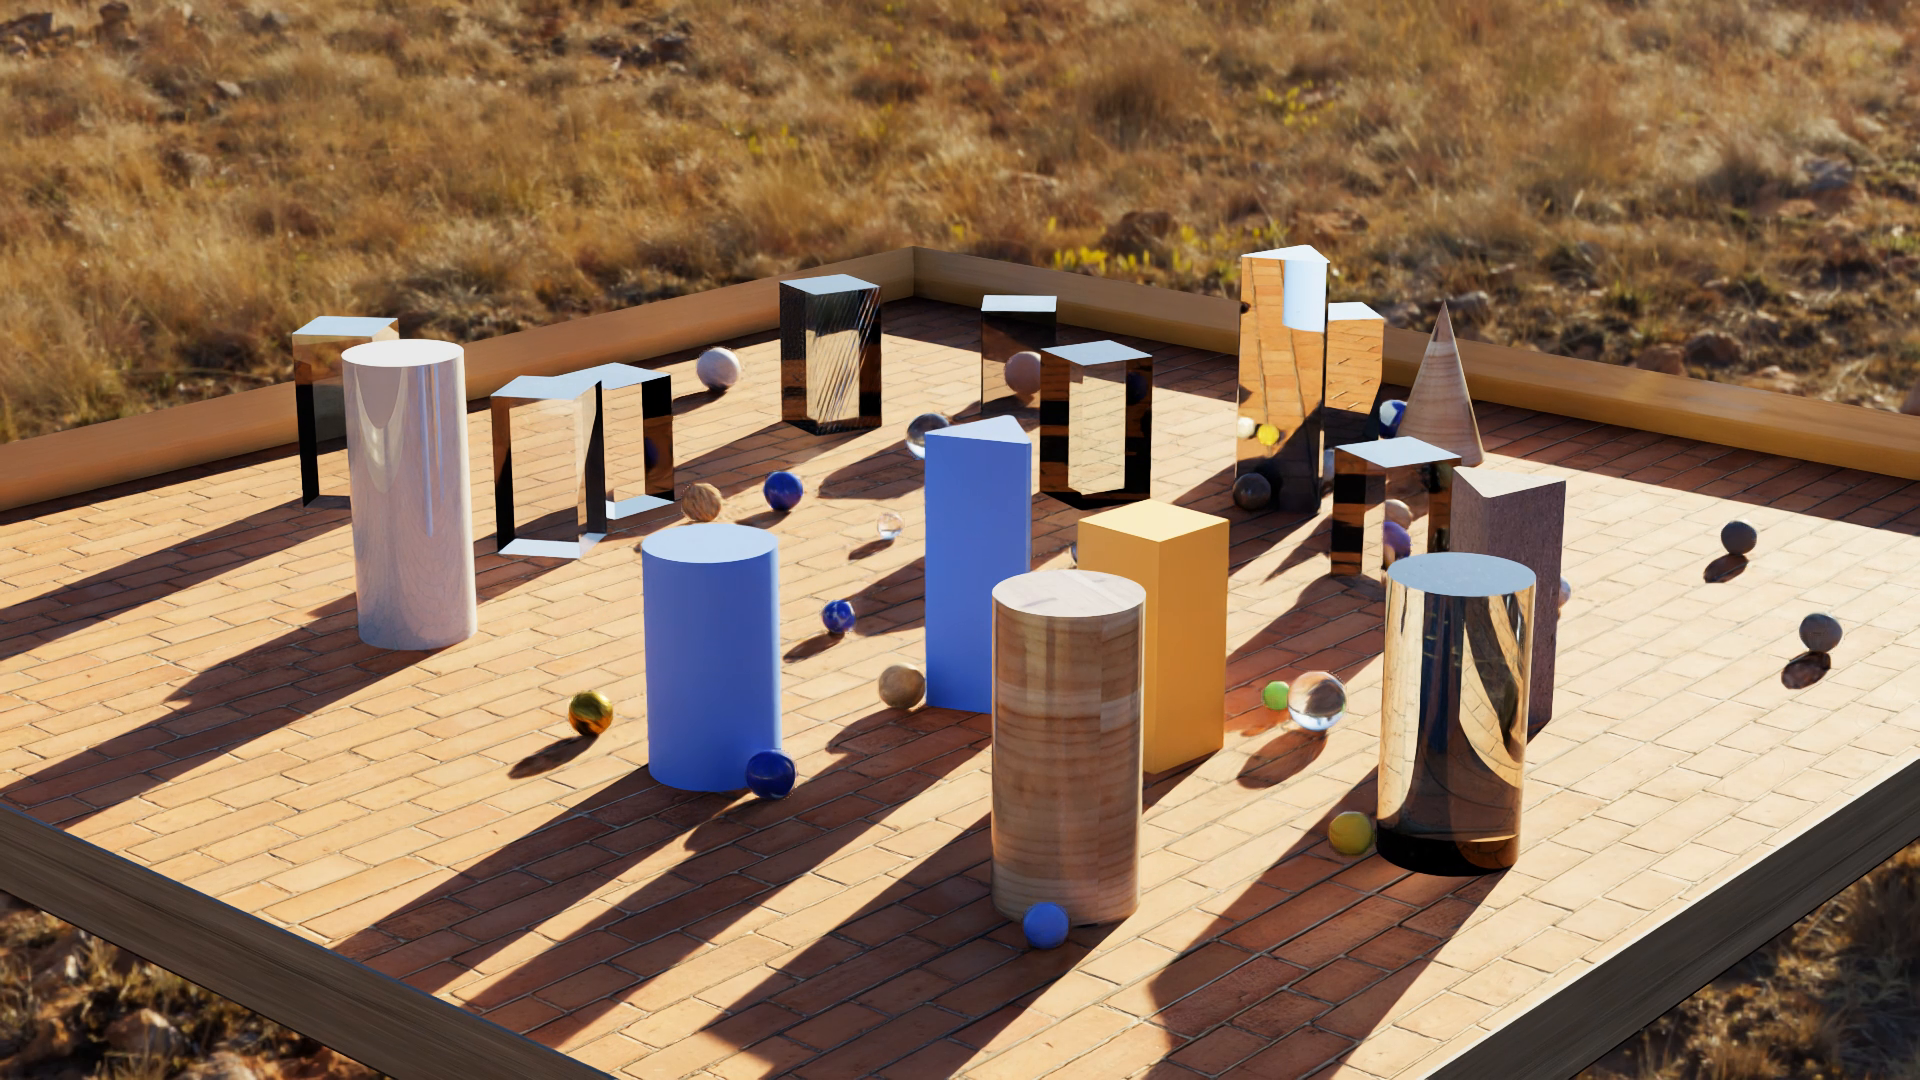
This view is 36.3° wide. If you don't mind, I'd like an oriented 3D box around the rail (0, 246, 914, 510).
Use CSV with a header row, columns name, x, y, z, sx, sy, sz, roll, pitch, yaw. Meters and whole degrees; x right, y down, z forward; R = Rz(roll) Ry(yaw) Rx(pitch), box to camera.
name,x,y,z,sx,sy,sz,roll,pitch,yaw
rail,-1.291,-0.291,6.193,0.045,0.128,3.624,14,22,39

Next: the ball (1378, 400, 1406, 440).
name,x,y,z,sx,sy,sz,roll,pitch,yaw
ball,0.909,-0.246,6.111,0.091,0.091,0.091,0,17,0

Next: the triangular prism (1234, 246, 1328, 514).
name,x,y,z,sx,sy,sz,roll,pitch,yaw
triangular prism,0.639,-0.313,5.644,0.171,0.489,0.148,7,18,22

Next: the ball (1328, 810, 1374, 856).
name,x,y,z,sx,sy,sz,roll,pitch,yaw
ball,0.536,0.402,4.011,0.062,0.062,0.062,0,17,0

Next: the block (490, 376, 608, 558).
name,x,y,z,sx,sy,sz,roll,pitch,yaw
block,-0.754,-0.136,5.387,0.158,0.297,0.158,3,17,11

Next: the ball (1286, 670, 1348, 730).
name,x,y,z,sx,sy,sz,roll,pitch,yaw
ball,0.545,0.246,4.478,0.092,0.092,0.092,0,17,0

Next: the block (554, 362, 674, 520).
name,x,y,z,sx,sy,sz,roll,pitch,yaw
block,-0.665,-0.193,5.650,0.158,0.254,0.158,14,22,38

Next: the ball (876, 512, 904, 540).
name,x,y,z,sx,sy,sz,roll,pitch,yaw
ball,-0.130,-0.026,5.451,0.050,0.050,0.050,0,17,0

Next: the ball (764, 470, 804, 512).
name,x,y,z,sx,sy,sz,roll,pitch,yaw
ball,-0.339,-0.094,5.631,0.077,0.077,0.077,0,17,0

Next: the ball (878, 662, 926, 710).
name,x,y,z,sx,sy,sz,roll,pitch,yaw
ball,-0.090,0.228,4.568,0.074,0.074,0.074,0,17,0

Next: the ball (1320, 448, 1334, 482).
name,x,y,z,sx,sy,sz,roll,pitch,yaw
ball,0.738,-0.147,5.825,0.067,0.067,0.067,0,17,0

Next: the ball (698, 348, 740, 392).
name,x,y,z,sx,sy,sz,roll,pitch,yaw
ball,-0.539,-0.381,6.548,0.096,0.096,0.096,0,17,0

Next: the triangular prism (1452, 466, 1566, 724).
name,x,y,z,sx,sy,sz,roll,pitch,yaw
triangular prism,0.803,0.089,4.492,0.171,0.384,0.148,-12,21,-35

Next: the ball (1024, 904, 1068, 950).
name,x,y,z,sx,sy,sz,roll,pitch,yaw
ball,0.109,0.491,3.723,0.058,0.058,0.058,0,17,0

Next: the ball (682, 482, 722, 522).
name,x,y,z,sx,sy,sz,roll,pitch,yaw
ball,-0.488,-0.071,5.556,0.075,0.075,0.075,0,17,0

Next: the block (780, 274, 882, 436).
name,x,y,z,sx,sy,sz,roll,pitch,yaw
block,-0.275,-0.395,6.237,0.158,0.303,0.158,-10,19,-30

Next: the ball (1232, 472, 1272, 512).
name,x,y,z,sx,sy,sz,roll,pitch,yaw
ball,0.560,-0.092,5.615,0.074,0.074,0.074,0,17,0

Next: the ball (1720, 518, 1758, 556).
name,x,y,z,sx,sy,sz,roll,pitch,yaw
ball,1.423,-0.006,5.356,0.066,0.066,0.066,0,17,0

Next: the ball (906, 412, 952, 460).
name,x,y,z,sx,sy,sz,roll,pitch,yaw
ball,-0.061,-0.212,5.986,0.098,0.098,0.098,0,17,0

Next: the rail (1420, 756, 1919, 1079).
name,x,y,z,sx,sy,sz,roll,pitch,yaw
rail,1.291,0.356,4.047,0.045,0.128,3.624,14,22,39

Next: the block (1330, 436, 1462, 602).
name,x,y,z,sx,sy,sz,roll,pitch,yaw
block,0.765,-0.038,5.158,0.158,0.243,0.158,-8,19,-25

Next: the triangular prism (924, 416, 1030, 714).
name,x,y,z,sx,sy,sz,roll,pitch,yaw
triangular prism,0.052,0.036,4.570,0.171,0.440,0.148,6,18,20

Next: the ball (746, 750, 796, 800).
name,x,y,z,sx,sy,sz,roll,pitch,yaw
ball,-0.272,0.337,4.209,0.073,0.073,0.073,0,17,0

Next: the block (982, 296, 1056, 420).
name,x,y,z,sx,sy,sz,roll,pitch,yaw
block,0.128,-0.397,6.359,0.158,0.237,0.158,1,17,3

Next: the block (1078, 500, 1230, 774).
name,x,y,z,sx,sy,sz,roll,pitch,yaw
block,0.285,0.142,4.363,0.158,0.357,0.158,16,23,42

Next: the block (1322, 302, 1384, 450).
name,x,y,z,sx,sy,sz,roll,pitch,yaw
block,0.778,-0.342,6.111,0.158,0.274,0.158,-3,17,-9

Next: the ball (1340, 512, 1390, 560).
name,x,y,z,sx,sy,sz,roll,pitch,yaw
ball,0.731,-0.007,5.293,0.088,0.088,0.088,0,17,0

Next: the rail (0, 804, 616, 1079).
name,x,y,z,sx,sy,sz,roll,pitch,yaw
rail,-1.172,0.422,3.827,3.467,0.128,0.045,14,22,39

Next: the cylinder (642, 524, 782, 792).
name,x,y,z,sx,sy,sz,roll,pitch,yaw
cylinder,-0.361,0.170,4.288,0.197,0.347,0.197,0,17,0

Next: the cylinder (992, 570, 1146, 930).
name,x,y,z,sx,sy,sz,roll,pitch,yaw
cylinder,0.140,0.271,3.813,0.197,0.426,0.197,0,17,0

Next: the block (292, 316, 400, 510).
name,x,y,z,sx,sy,sz,roll,pitch,yaw
block,-1.179,-0.246,5.674,0.158,0.343,0.158,2,17,7

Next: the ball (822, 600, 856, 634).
name,x,y,z,sx,sy,sz,roll,pitch,yaw
ball,-0.204,0.128,4.927,0.058,0.058,0.058,0,17,0

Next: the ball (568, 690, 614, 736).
name,x,y,z,sx,sy,sz,roll,pitch,yaw
ball,-0.562,0.264,4.457,0.069,0.069,0.069,0,17,0

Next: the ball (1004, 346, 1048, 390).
name,x,y,z,sx,sy,sz,roll,pitch,yaw
ball,0.150,-0.387,6.565,0.098,0.098,0.098,0,17,0

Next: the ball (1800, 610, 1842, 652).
name,x,y,z,sx,sy,sz,roll,pitch,yaw
ball,1.419,0.151,4.832,0.069,0.069,0.069,0,17,0

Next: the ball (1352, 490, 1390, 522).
name,x,y,z,sx,sy,sz,roll,pitch,yaw
ball,0.773,-0.058,5.518,0.072,0.072,0.072,0,17,0

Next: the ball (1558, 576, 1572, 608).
name,x,y,z,sx,sy,sz,roll,pitch,yaw
ball,1.024,0.088,5.054,0.060,0.060,0.060,0,17,0

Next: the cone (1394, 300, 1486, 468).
name,x,y,z,sx,sy,sz,roll,pitch,yaw
cone,0.978,-0.329,5.968,0.197,0.332,0.197,0,17,0

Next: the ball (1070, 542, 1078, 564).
name,x,y,z,sx,sy,sz,roll,pitch,yaw
ball,0.225,0.023,5.291,0.049,0.049,0.049,0,17,0

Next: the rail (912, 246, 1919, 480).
name,x,y,z,sx,sy,sz,roll,pitch,yaw
rail,1.172,-0.358,6.413,3.467,0.128,0.045,14,22,39

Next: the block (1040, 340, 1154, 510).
name,x,y,z,sx,sy,sz,roll,pitch,yaw
block,0.263,-0.225,5.700,0.158,0.287,0.158,-9,19,-28

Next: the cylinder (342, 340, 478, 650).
name,x,y,z,sx,sy,sz,roll,pitch,yaw
cylinder,-0.913,-0.076,4.872,0.197,0.481,0.197,0,17,0

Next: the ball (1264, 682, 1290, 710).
name,x,y,z,sx,sy,sz,roll,pitch,yaw
ball,0.495,0.243,4.567,0.046,0.046,0.046,0,17,0

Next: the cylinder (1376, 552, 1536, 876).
name,x,y,z,sx,sy,sz,roll,pitch,yaw
cylinder,0.672,0.235,3.983,0.197,0.397,0.197,0,17,0
